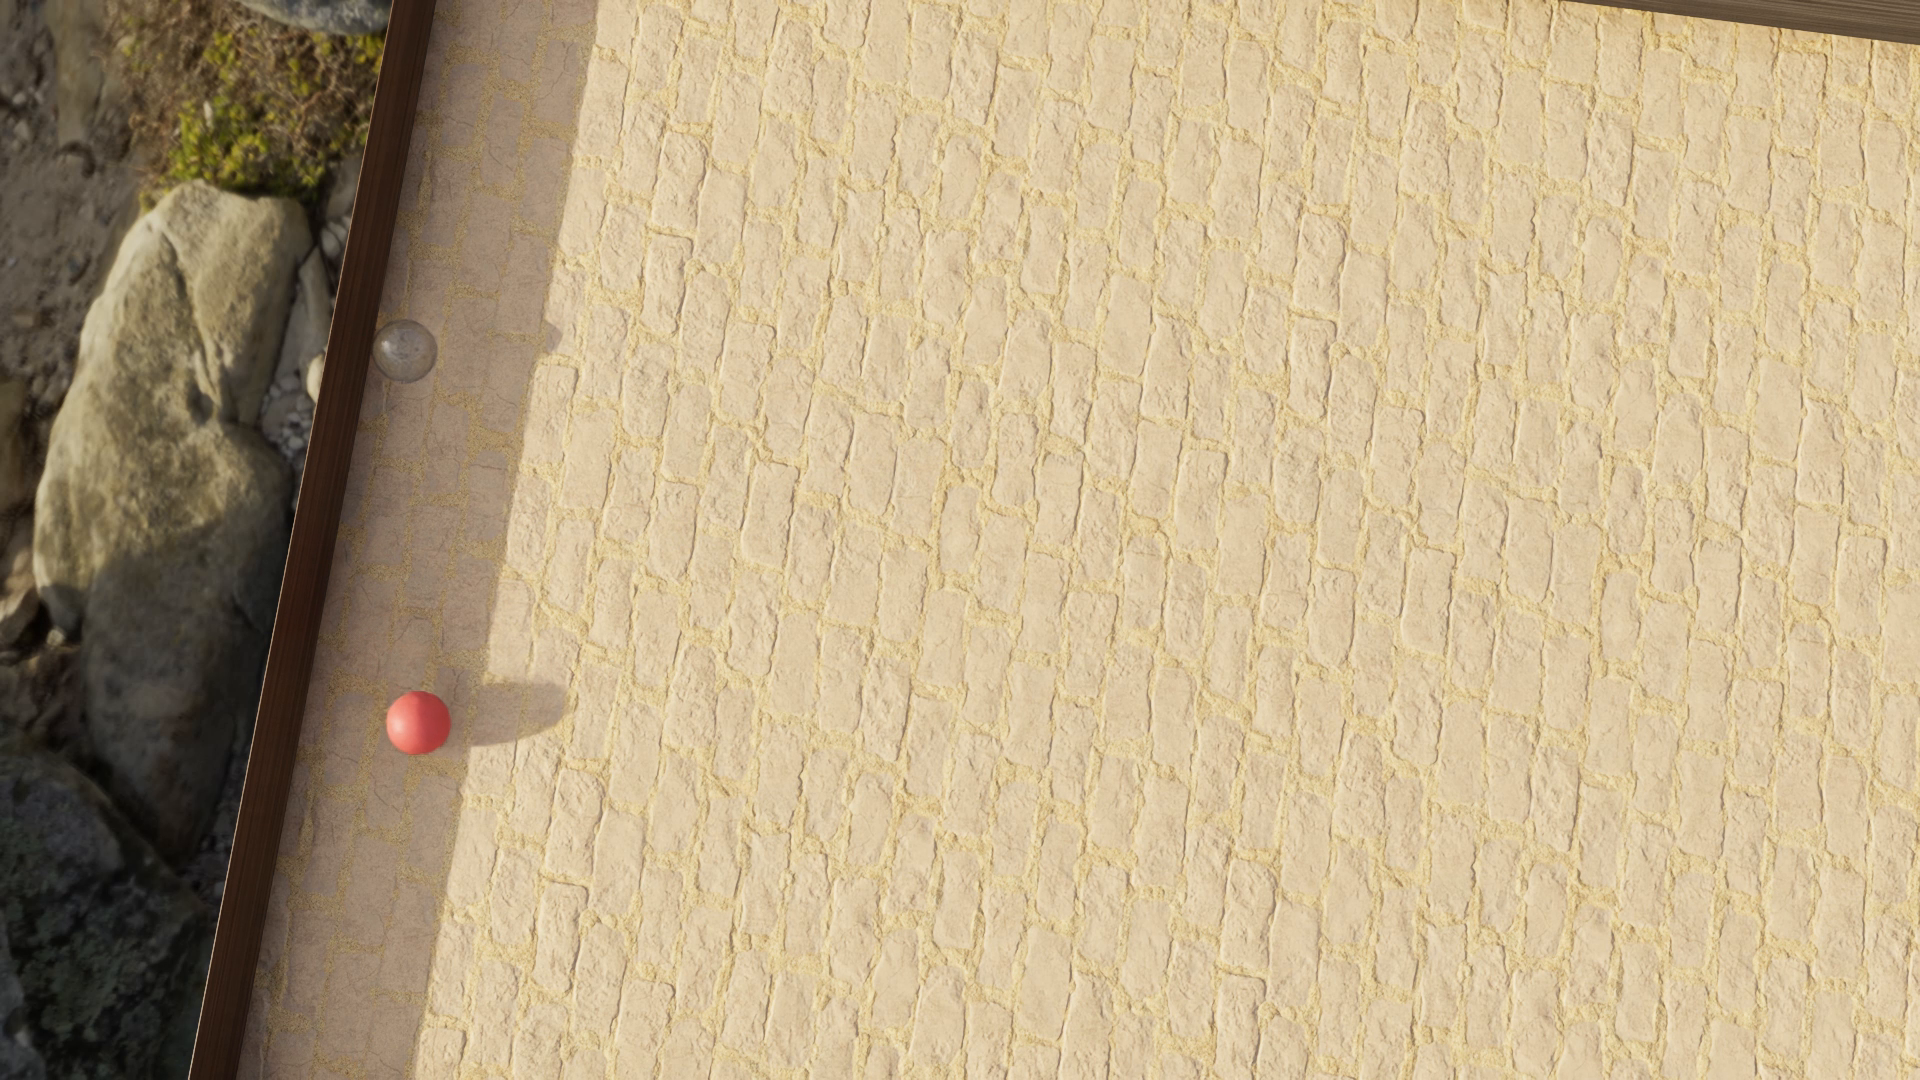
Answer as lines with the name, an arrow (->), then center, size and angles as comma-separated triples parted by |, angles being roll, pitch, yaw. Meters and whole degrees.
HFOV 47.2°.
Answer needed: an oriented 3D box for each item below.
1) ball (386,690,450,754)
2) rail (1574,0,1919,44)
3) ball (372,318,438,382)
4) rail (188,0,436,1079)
ball -> -0.794, 0.267, 3.226 | 0.092, 0.092, 0.092 | 0, 80, 0
rail -> 1.084, -0.839, 3.403 | 3.849, 0.125, 0.045 | 8, 80, 1
ball -> -0.839, -0.286, 3.321 | 0.096, 0.096, 0.096 | 0, 80, 0
rail -> -0.930, -0.125, 3.277 | 0.045, 0.125, 2.017 | 8, 80, 1
